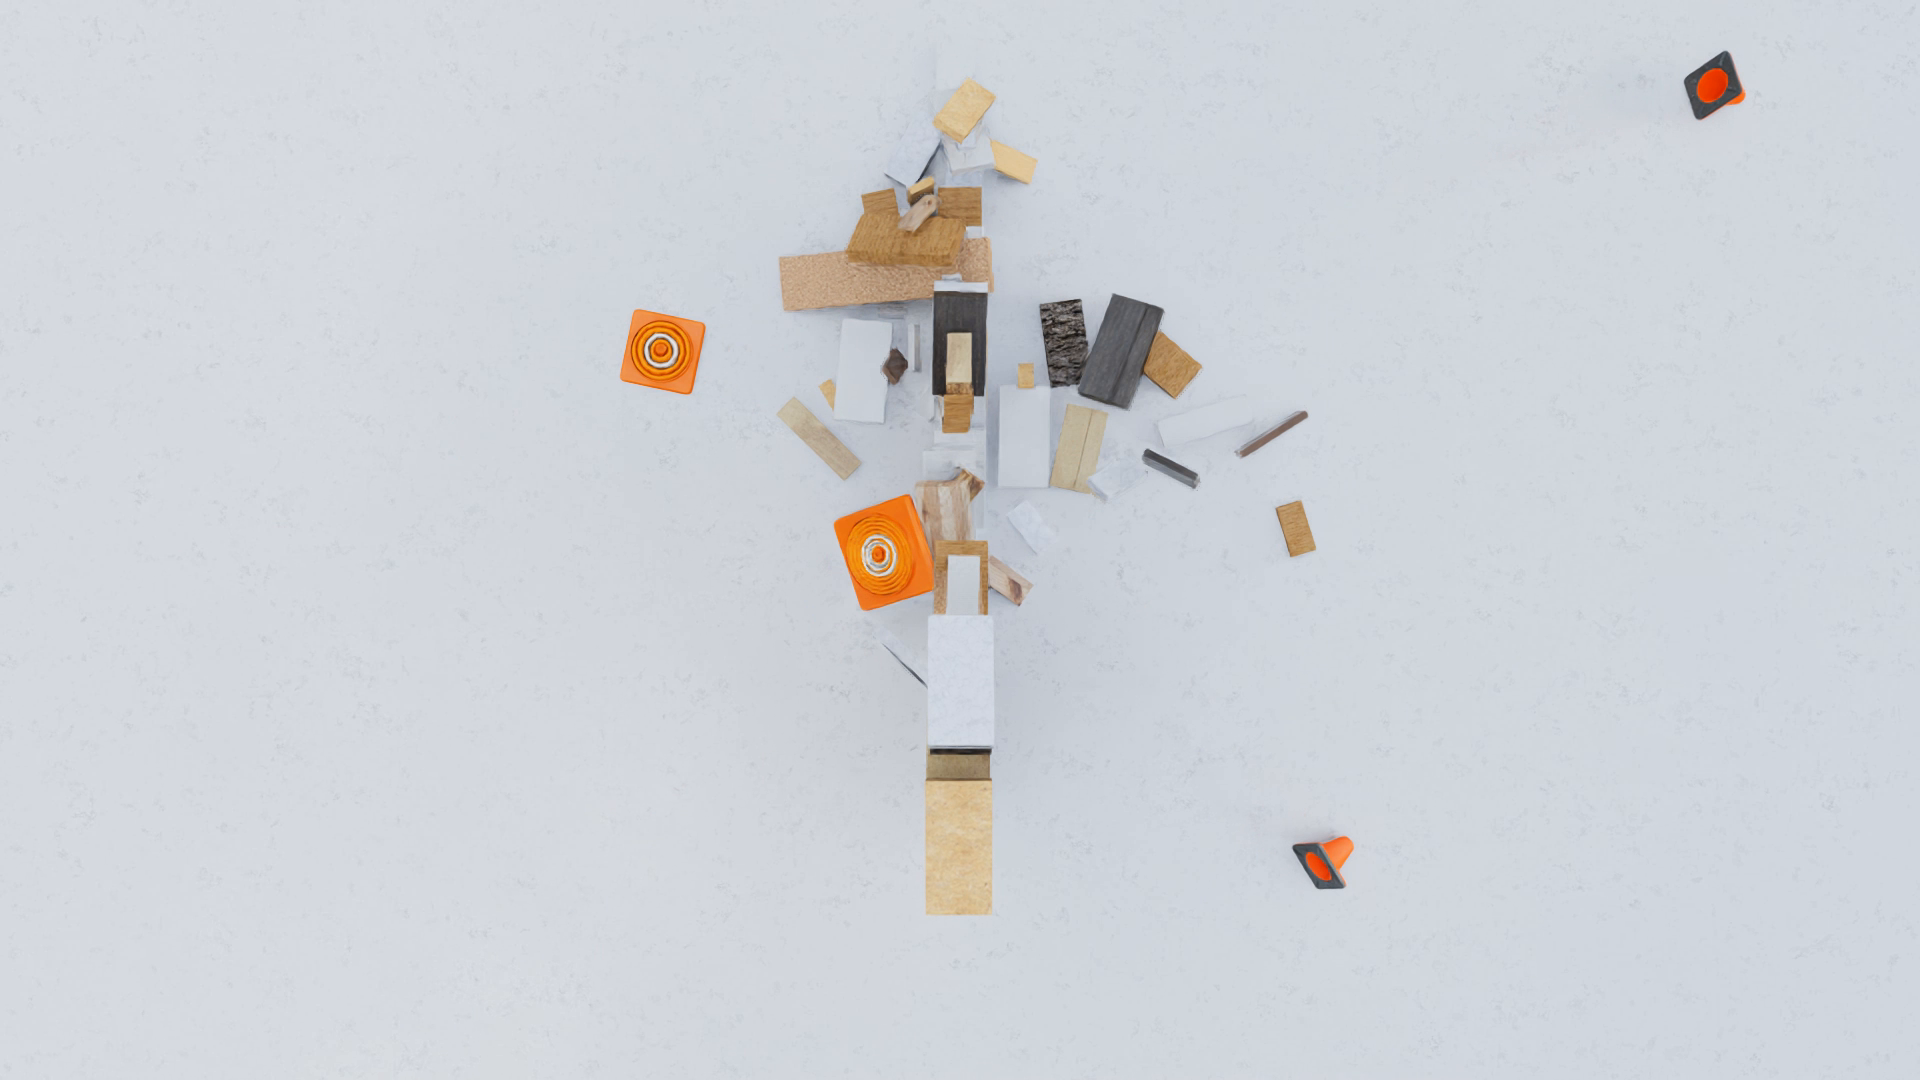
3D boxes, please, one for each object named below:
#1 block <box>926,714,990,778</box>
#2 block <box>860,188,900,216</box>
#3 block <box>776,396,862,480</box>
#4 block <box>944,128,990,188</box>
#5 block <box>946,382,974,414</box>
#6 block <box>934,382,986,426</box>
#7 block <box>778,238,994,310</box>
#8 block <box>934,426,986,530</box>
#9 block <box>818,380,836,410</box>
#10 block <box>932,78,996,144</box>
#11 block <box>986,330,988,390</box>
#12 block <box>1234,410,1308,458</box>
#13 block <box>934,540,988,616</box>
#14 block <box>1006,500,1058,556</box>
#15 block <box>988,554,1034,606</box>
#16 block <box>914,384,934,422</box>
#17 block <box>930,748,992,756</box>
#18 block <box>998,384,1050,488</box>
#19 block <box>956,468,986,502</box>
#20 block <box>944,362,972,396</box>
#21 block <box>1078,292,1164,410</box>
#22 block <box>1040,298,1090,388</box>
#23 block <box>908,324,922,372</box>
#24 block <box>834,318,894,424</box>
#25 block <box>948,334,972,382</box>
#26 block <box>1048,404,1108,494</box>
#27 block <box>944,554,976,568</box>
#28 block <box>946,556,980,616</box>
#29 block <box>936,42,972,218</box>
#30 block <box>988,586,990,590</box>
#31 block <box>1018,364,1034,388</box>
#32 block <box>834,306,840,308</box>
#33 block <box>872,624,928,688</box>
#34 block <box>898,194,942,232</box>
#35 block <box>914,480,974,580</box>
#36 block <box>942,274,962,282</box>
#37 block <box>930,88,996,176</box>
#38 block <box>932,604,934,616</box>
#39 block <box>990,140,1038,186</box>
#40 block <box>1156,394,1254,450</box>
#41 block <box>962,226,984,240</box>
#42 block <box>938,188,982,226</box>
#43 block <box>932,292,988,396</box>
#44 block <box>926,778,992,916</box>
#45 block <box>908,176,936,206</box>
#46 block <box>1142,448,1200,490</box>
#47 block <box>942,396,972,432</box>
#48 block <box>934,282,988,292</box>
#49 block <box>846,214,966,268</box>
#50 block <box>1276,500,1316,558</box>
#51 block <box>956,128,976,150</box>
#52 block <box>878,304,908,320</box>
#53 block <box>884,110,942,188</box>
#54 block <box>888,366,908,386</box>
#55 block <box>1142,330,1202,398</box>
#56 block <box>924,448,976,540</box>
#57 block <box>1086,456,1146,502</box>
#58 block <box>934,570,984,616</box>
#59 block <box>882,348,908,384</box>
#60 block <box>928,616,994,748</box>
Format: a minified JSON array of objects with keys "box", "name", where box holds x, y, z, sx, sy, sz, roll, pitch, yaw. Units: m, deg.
[{"box":[-0.005,0.652,4.508,0.172,0.049,0.345,0,91,0],"name":"block"},{"box":[-0.251,-1.046,5.484,0.112,0.032,0.224,-12,90,0],"name":"block"},{"box":[-0.469,-0.337,5.488,0.317,0.024,0.086,45,90,0],"name":"block"},{"box":[0.021,-1.247,5.449,0.119,0.034,0.238,8,90,1],"name":"block"},{"box":[-0.001,-0.480,5.268,0.084,0.024,0.171,-2,121,2],"name":"block"},{"box":[0.001,-0.411,5.400,0.169,0.048,0.338,0,118,0],"name":"block"},{"box":[-0.244,-0.868,5.394,0.701,0.049,0.175,-4,97,11],"name":"block"},{"box":[0.000,-0.204,5.424,0.169,0.048,0.338,0,108,0],"name":"block"},{"box":[-0.427,-0.484,5.493,0.048,0.014,0.096,-31,90,0],"name":"block"},{"box":[0.015,-1.388,5.325,0.112,0.032,0.259,33,52,-2],"name":"block"},{"box":[0.005,-0.521,5.398,0.168,0.048,0.336,1,119,0],"name":"block"},{"box":[1.029,-0.351,5.456,0.256,0.086,0.024,-32,96,0],"name":"block"},{"box":[0.003,0.149,4.840,0.155,0.044,0.310,0,64,0],"name":"block"},{"box":[0.240,-0.041,5.488,0.087,0.025,0.174,-38,90,0],"name":"block"},{"box":[0.149,0.135,5.475,0.174,0.025,0.087,36,81,-4],"name":"block"},{"box":[-0.091,-0.468,5.490,0.068,0.019,0.135,36,90,0],"name":"block"},{"box":[0.003,0.514,4.302,0.164,0.362,0.046,0,75,0],"name":"block"},{"box":[0.213,-0.344,5.476,0.167,0.047,0.334,1,90,0],"name":"block"},{"box":[-0.003,-0.144,5.341,0.084,0.024,0.168,35,112,-11],"name":"block"},{"box":[-0.004,-0.494,5.233,0.076,0.022,0.152,-4,121,3],"name":"block"},{"box":[0.528,-0.620,5.424,0.175,0.049,0.349,19,84,12],"name":"block"},{"box":[0.351,-0.653,5.480,0.139,0.039,0.277,-8,90,0],"name":"block"},{"box":[-0.151,-0.636,5.460,0.022,0.076,0.152,-1,90,15],"name":"block"},{"box":[-0.318,-0.558,5.459,0.167,0.047,0.334,5,87,5],"name":"block"},{"box":[-0.002,-0.572,5.172,0.076,0.022,0.152,0,93,2],"name":"block"},{"box":[0.394,-0.302,5.480,0.139,0.039,0.277,13,90,0],"name":"block"},{"box":[0.007,0.065,4.750,0.087,0.207,0.025,-7,94,-4],"name":"block"},{"box":[0.009,0.131,4.520,0.086,0.024,0.173,2,96,1],"name":"block"},{"box":[-0.019,-1.289,5.483,0.119,0.034,0.721,0,90,0],"name":"block"},{"box":[0.074,0.112,5.492,0.059,0.017,0.117,-31,90,0],"name":"block"},{"box":[0.219,-0.544,5.467,0.048,0.014,0.096,2,56,0],"name":"block"},{"box":[-0.325,-0.854,5.484,0.224,0.032,0.112,-14,90,0],"name":"block"},{"box":[-0.132,0.362,4.772,0.039,0.138,0.275,-47,122,-7],"name":"block"},{"box":[-0.128,-1.053,5.306,0.061,0.017,0.175,20,52,24],"name":"block"},{"box":[-0.045,-0.030,5.351,0.167,0.047,0.334,1,116,13],"name":"block"},{"box":[-0.015,-0.805,5.303,0.061,0.121,0.017,-5,53,13],"name":"block"},{"box":[0.009,-1.342,5.400,0.144,0.041,0.289,-12,76,-7],"name":"block"},{"box":[-0.003,0.365,5.140,0.167,0.047,0.334,0,89,0],"name":"block"},{"box":[0.166,-1.248,5.453,0.171,0.024,0.086,19,85,-23],"name":"block"},{"box":[0.815,-0.394,5.486,0.310,0.027,0.096,-17,90,0],"name":"block"},{"box":[0.000,-0.879,5.393,0.144,0.041,0.289,3,98,10],"name":"block"},{"box":[-0.001,-1.012,5.428,0.144,0.041,0.289,0,98,2],"name":"block"},{"box":[-0.002,-0.620,5.231,0.168,0.048,0.336,1,119,0],"name":"block"},{"box":[-0.003,0.766,4.124,0.167,0.047,0.335,0,91,0],"name":"block"},{"box":[-0.129,-1.144,5.412,0.085,0.171,0.024,-27,90,-3],"name":"block"},{"box":[0.688,-0.232,5.382,0.192,0.096,0.027,28,82,15],"name":"block"},{"box":[-0.011,-0.402,5.273,0.084,0.168,0.024,0,57,-4],"name":"block"},{"box":[0.001,-0.695,5.356,0.168,0.336,0.048,1,50,0],"name":"block"},{"box":[-0.174,-0.965,5.315,0.349,0.049,0.175,6,53,17],"name":"block"},{"box":[1.118,-0.038,5.488,0.086,0.024,0.173,-17,90,0],"name":"block"},{"box":[0.015,-1.328,5.366,0.061,0.017,0.121,-5,75,-5],"name":"block"},{"box":[-0.224,-0.761,5.493,0.096,0.014,0.048,1,90,0],"name":"block"},{"box":[-0.144,-1.291,5.462,0.119,0.034,0.238,32,96,9],"name":"block"},{"box":[-0.240,-0.559,5.490,0.135,0.019,0.068,-43,90,0],"name":"block"},{"box":[0.648,-0.608,5.455,0.277,0.039,0.139,41,89,10],"name":"block"},{"box":[-0.034,-0.133,5.397,0.169,0.048,0.338,0,108,0],"name":"block"},{"box":[0.513,-0.201,5.418,0.192,0.027,0.096,-31,64,-35],"name":"block"},{"box":[-0.004,0.184,4.709,0.138,0.275,0.039,-1,127,0],"name":"block"},{"box":[-0.213,-0.570,5.411,0.019,0.135,0.068,-26,114,30],"name":"block"},{"box":[0.002,0.354,4.133,0.164,0.046,0.328,0,75,0],"name":"block"}]
